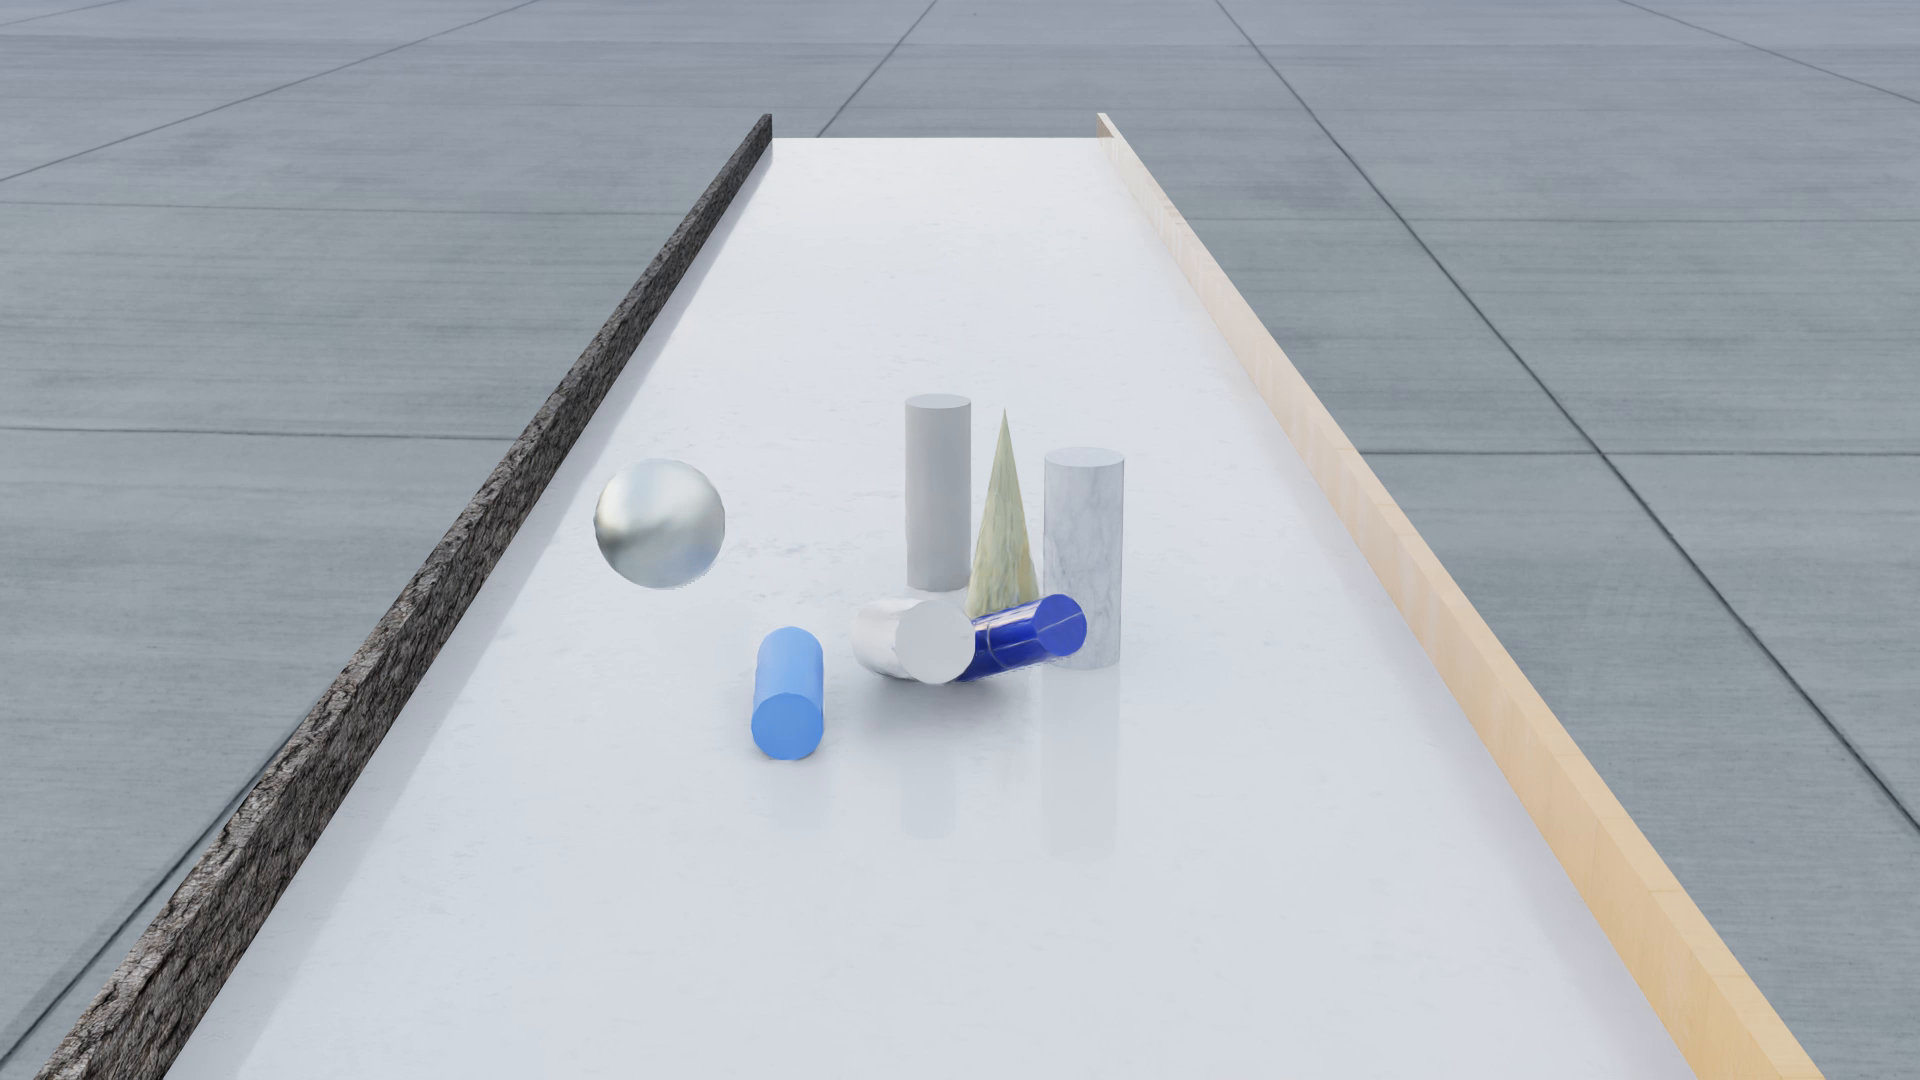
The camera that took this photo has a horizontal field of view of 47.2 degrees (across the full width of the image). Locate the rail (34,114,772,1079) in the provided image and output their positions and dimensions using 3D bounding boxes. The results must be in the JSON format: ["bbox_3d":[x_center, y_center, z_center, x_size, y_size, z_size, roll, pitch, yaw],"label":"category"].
[{"bbox_3d":[-1.118,-0.838,7.780,0.050,0.150,12.000,0,17,-1],"label":"rail"}]

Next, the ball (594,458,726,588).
[{"bbox_3d":[-0.556,-0.031,4.079,0.243,0.243,0.243,0,17,0],"label":"ball"}]

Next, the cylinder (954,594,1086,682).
[{"bbox_3d":[0.092,0.188,4.145,0.114,0.114,0.367,-10,-5,-31],"label":"cylinder"}]

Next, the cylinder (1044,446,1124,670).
[{"bbox_3d":[0.244,0.036,4.375,0.156,0.416,0.156,0,17,0],"label":"cylinder"}]

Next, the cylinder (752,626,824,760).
[{"bbox_3d":[-0.316,0.279,4.064,0.128,0.128,0.363,-1,17,-3],"label":"cylinder"}]

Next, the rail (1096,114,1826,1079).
[{"bbox_3d":[0.932,-0.844,7.801,0.050,0.150,12.000,0,17,-1],"label":"rail"}]

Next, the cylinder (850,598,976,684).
[{"bbox_3d":[-0.093,0.188,4.148,0.152,0.152,0.373,-5,0,-15],"label":"cylinder"}]

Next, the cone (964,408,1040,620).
[{"bbox_3d":[0.093,-0.059,4.626,0.173,0.456,0.173,0,17,0],"label":"cone"}]

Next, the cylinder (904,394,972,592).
[{"bbox_3d":[-0.048,-0.105,4.853,0.144,0.414,0.144,0,17,0],"label":"cylinder"}]
